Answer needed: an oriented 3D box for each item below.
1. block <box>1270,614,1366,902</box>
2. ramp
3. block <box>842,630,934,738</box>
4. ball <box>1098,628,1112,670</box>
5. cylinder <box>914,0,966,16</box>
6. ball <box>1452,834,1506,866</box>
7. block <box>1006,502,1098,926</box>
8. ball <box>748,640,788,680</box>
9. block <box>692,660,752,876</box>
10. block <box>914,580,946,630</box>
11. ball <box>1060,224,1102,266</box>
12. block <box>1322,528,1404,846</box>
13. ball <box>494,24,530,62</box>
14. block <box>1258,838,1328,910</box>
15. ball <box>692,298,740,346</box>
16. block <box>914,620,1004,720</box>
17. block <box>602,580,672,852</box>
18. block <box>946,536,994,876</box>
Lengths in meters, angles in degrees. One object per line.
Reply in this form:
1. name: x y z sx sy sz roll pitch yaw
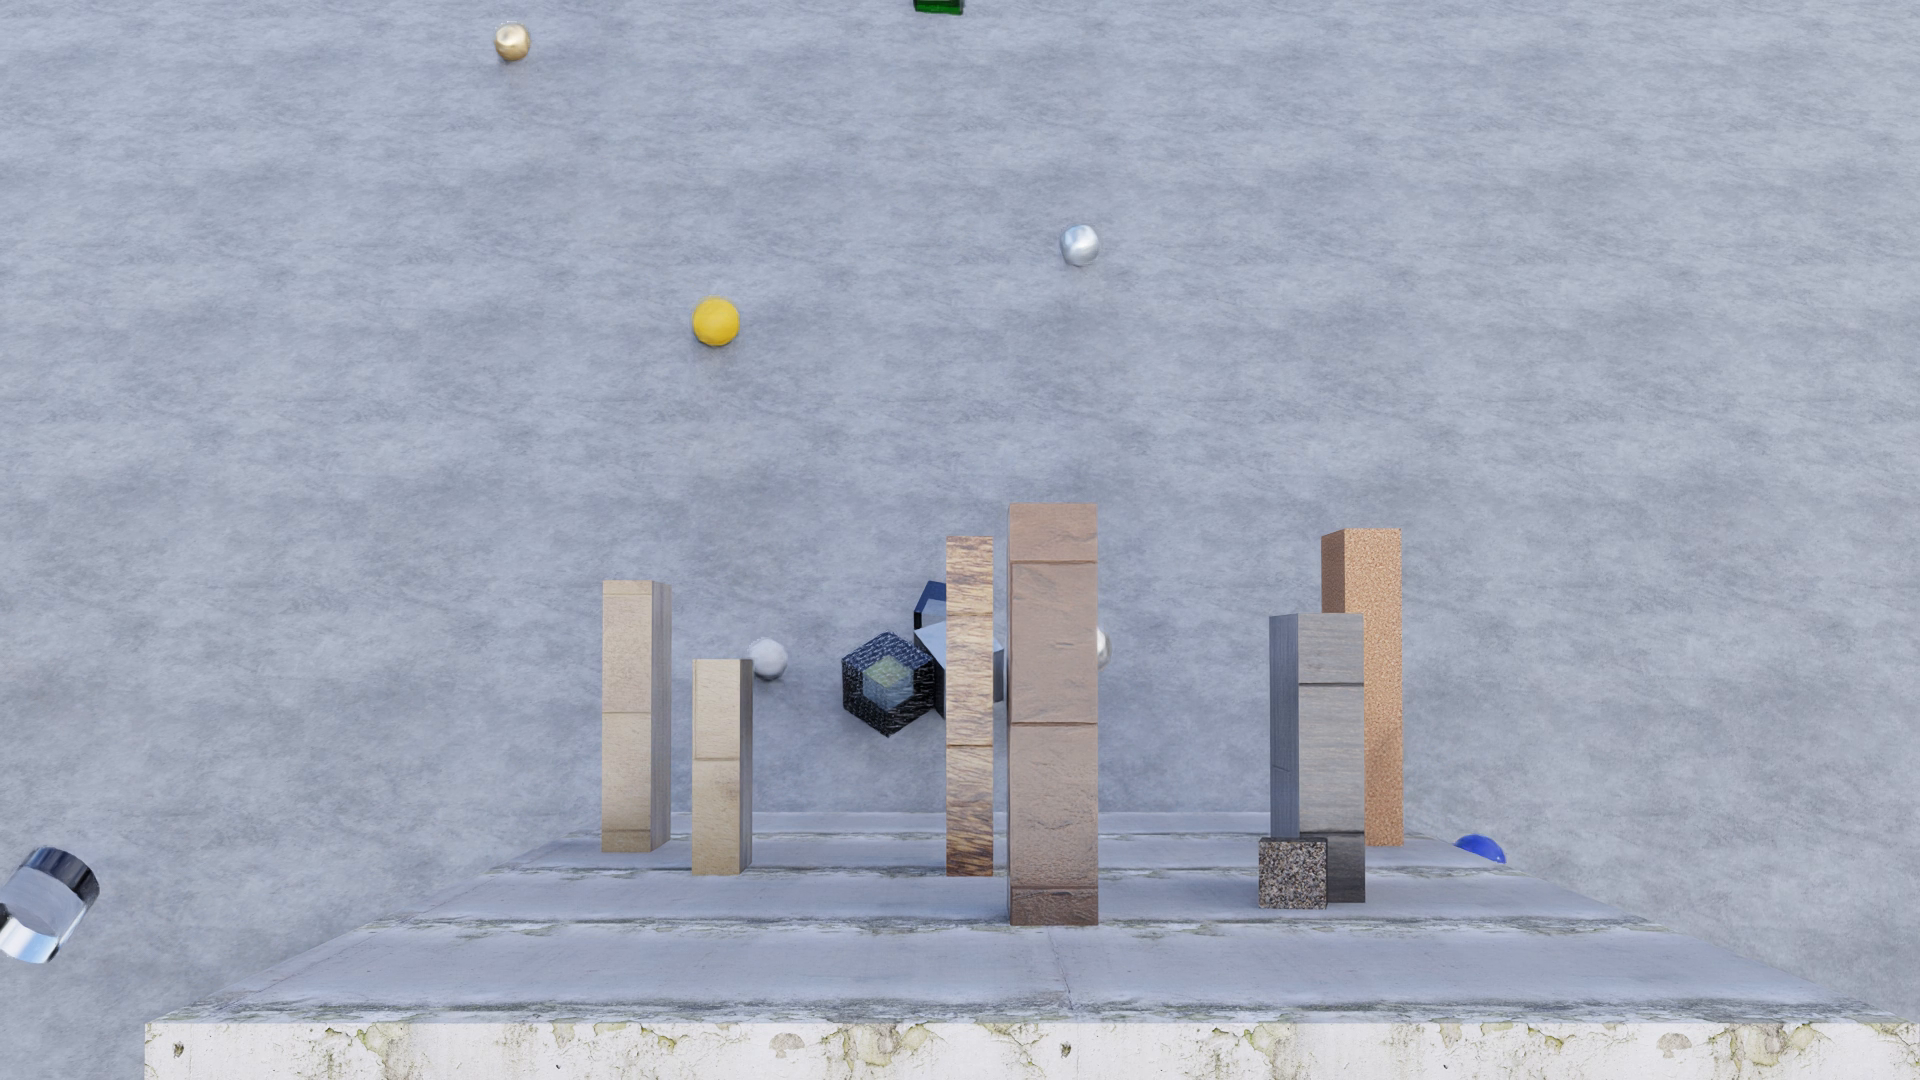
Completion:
1. block: 0.626 0.376 4.588 0.110 0.487 0.409 0 -3 0
2. ramp: 0.081 0.685 4.929 2.000 0.100 4.000 0 -3 0
3. block: -0.202 0.404 7.331 0.182 0.182 0.182 31 47 34
4. ball: 0.369 0.312 7.491 0.137 0.137 0.137 0 37 0
5. cylinder: -0.082 -2.305 10.907 0.193 0.193 0.193 6 37 7
6. ball: 1.215 0.763 6.127 0.140 0.140 0.140 0 37 0
7. block: 0.145 0.275 4.172 0.135 0.651 0.315 0 -3 0
8. ball: -0.550 0.343 7.469 0.113 0.113 0.113 0 37 0
9. block: -0.463 0.438 5.088 0.090 0.408 0.307 0 -3 0
10. block: -0.040 0.235 7.580 0.152 0.152 0.152 10 38 13
11. ball: 0.430 -1.052 9.287 0.149 0.149 0.149 0 37 0
12. block: 0.909 0.330 5.895 0.124 0.695 0.372 0 -3 0
13. ball: -1.819 -2.022 10.574 0.148 0.148 0.148 0 37 0
14. block: 0.554 0.553 4.323 0.109 0.109 0.109 0 -3 10
15. ball: -0.832 -0.743 8.866 0.164 0.164 0.164 0 37 0
16. block: -0.004 0.357 7.387 0.190 0.190 0.190 -17 40 -22
17. block: -0.706 0.382 5.702 0.103 0.575 0.386 0 -3 0
18. block: 0.018 0.321 5.085 0.088 0.641 0.353 0 -3 0
